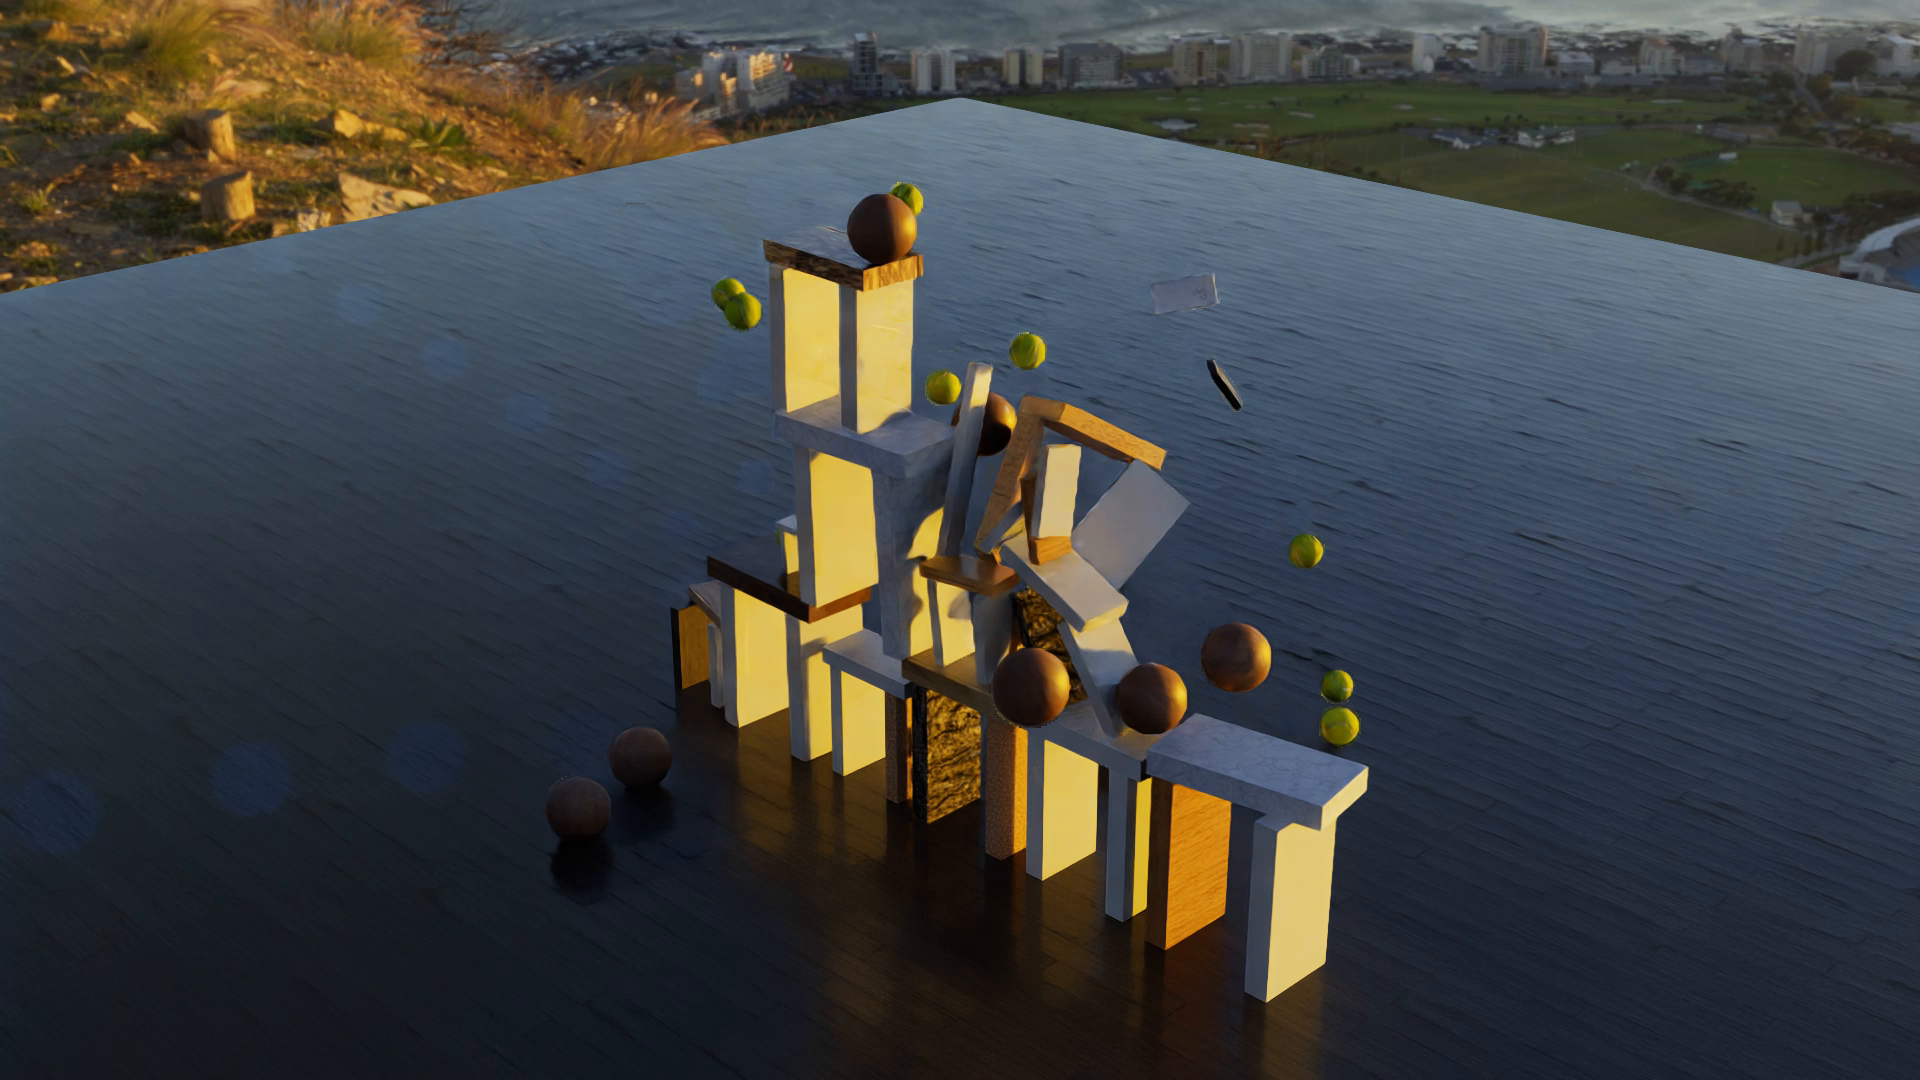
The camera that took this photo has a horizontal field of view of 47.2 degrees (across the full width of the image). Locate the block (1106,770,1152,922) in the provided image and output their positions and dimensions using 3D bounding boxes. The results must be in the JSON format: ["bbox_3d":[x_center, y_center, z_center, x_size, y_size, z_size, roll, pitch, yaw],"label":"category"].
[{"bbox_3d":[0.341,0.542,4.091,0.043,0.307,0.153,21,31,41],"label":"block"}]

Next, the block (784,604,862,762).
[{"bbox_3d":[-0.283,0.287,4.653,0.168,0.337,0.048,-21,30,-39],"label":"block"}]

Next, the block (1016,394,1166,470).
[{"bbox_3d":[0.259,-0.211,4.305,0.275,0.039,0.138,23,-4,-36],"label":"block"}]

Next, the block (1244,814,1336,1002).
[{"bbox_3d":[0.580,0.621,3.855,0.049,0.345,0.172,21,31,41],"label":"block"}]

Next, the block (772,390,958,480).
[{"bbox_3d":[-0.178,-0.208,4.294,0.355,0.050,0.177,20,31,38],"label":"block"}]

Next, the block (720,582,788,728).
[{"bbox_3d":[-0.437,0.226,4.795,0.168,0.337,0.048,-21,32,-40],"label":"block"}]

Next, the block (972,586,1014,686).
[{"bbox_3d":[0.069,0.180,4.215,0.089,0.177,0.025,-21,26,-40],"label":"block"}]

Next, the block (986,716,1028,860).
[{"bbox_3d":[0.119,0.459,4.291,0.152,0.303,0.043,-21,31,-41],"label":"block"}]

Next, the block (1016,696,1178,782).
[{"bbox_3d":[0.269,0.352,4.089,0.153,0.043,0.307,-21,31,-41],"label":"block"}]

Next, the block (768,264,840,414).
[{"bbox_3d":[-0.305,-0.411,4.328,0.042,0.294,0.147,22,32,37],"label":"block"}]

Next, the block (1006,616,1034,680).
[{"bbox_3d":[0.121,0.204,4.209,0.017,0.124,0.060,5,-3,40],"label":"block"}]

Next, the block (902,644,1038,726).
[{"bbox_3d":[0.045,0.271,4.288,0.152,0.043,0.303,-21,30,-40],"label":"block"}]

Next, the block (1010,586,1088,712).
[{"bbox_3d":[0.180,0.194,4.108,0.115,0.230,0.033,-18,4,-26],"label":"block"}]

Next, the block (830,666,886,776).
[{"bbox_3d":[-0.212,0.359,4.601,0.035,0.246,0.123,21,31,41],"label":"block"}]

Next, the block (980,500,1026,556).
[{"bbox_3d":[0.107,-0.034,4.089,0.082,0.165,0.023,-24,75,-35],"label":"block"}]

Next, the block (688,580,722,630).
[{"bbox_3d":[-0.523,0.141,4.891,0.098,0.028,0.196,-11,25,-25],"label":"block"}]

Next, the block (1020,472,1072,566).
[{"bbox_3d":[0.156,-0.045,4.017,0.082,0.165,0.023,-22,23,-36],"label":"block"}]

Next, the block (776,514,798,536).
[{"bbox_3d":[-0.329,-0.026,4.555,0.101,0.014,0.050,21,35,40],"label":"block"}]

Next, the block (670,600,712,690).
[{"bbox_3d":[-0.602,0.230,4.969,0.028,0.196,0.098,21,31,41],"label":"block"}]

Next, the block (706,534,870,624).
[{"bbox_3d":[-0.364,0.078,4.650,0.168,0.048,0.337,-21,31,-39],"label":"block"}]

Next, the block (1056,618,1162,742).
[{"bbox_3d":[0.275,0.242,4.035,0.115,0.230,0.033,-19,-9,-37],"label":"block"}]

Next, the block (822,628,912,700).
[{"bbox_3d":[-0.154,0.252,4.493,0.246,0.035,0.123,21,31,41],"label":"block"}]

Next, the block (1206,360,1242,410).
[{"bbox_3d":[0.686,-0.404,5.713,0.019,0.136,0.068,-30,41,16],"label":"block"}]

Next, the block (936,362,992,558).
[{"bbox_3d":[0.008,-0.154,4.228,0.019,0.376,0.068,13,8,25],"label":"block"}]

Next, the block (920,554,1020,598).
[{"bbox_3d":[0.019,0.064,4.231,0.177,0.025,0.089,16,28,34],"label":"block"}]

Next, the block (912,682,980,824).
[{"bbox_3d":[-0.027,0.404,4.420,0.043,0.303,0.152,21,31,40],"label":"block"}]

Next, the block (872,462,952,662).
[{"bbox_3d":[-0.080,0.024,4.319,0.177,0.393,0.050,-22,28,-40],"label":"block"}]

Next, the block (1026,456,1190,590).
[{"bbox_3d":[0.285,0.012,4.242,0.138,0.337,0.039,41,-11,-1],"label":"block"}]

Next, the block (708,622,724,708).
[{"bbox_3d":[-0.510,0.265,4.884,0.098,0.196,0.028,-21,31,-40],"label":"block"}]

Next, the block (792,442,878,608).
[{"bbox_3d":[-0.248,-0.058,4.456,0.177,0.355,0.050,-22,31,-40],"label":"block"}]

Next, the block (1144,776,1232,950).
[{"bbox_3d":[0.418,0.558,4.005,0.172,0.345,0.049,-21,31,-41],"label":"block"}]

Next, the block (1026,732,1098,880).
[{"bbox_3d":[0.197,0.485,4.224,0.153,0.307,0.043,-21,31,-41],"label":"block"}]

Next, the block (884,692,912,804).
[{"bbox_3d":[-0.096,0.404,4.494,0.035,0.246,0.123,21,31,41],"label":"block"}]

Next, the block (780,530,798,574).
[{"bbox_3d":[-0.349,0.016,4.603,0.050,0.101,0.014,-23,33,-36],"label":"block"}]

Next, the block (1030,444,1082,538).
[{"bbox_3d":[0.173,-0.089,3.984,0.082,0.165,0.023,-4,15,-42],"label":"block"}]

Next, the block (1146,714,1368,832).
[{"bbox_3d":[0.520,0.404,3.863,0.345,0.049,0.172,16,28,32],"label":"block"}]

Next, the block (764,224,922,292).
[{"bbox_3d":[-0.225,-0.541,4.202,0.147,0.042,0.294,-21,31,-39],"label":"block"}]

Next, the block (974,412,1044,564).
[{"bbox_3d":[0.096,-0.098,4.246,0.039,0.275,0.138,18,-8,10],"label":"block"}]

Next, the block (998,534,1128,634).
[{"bbox_3d":[0.191,0.071,4.056,0.115,0.033,0.230,-22,54,-39],"label":"block"}]

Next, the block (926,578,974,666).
[{"bbox_3d":[-0.018,0.148,4.296,0.025,0.177,0.089,12,25,41],"label":"block"}]

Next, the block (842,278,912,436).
[{"bbox_3d":[-0.159,-0.361,4.210,0.042,0.294,0.147,24,34,39],"label":"block"}]

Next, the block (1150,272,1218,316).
[{"bbox_3d":[0.485,-0.531,4.746,0.136,0.068,0.019,-9,-2,16],"label":"block"}]
